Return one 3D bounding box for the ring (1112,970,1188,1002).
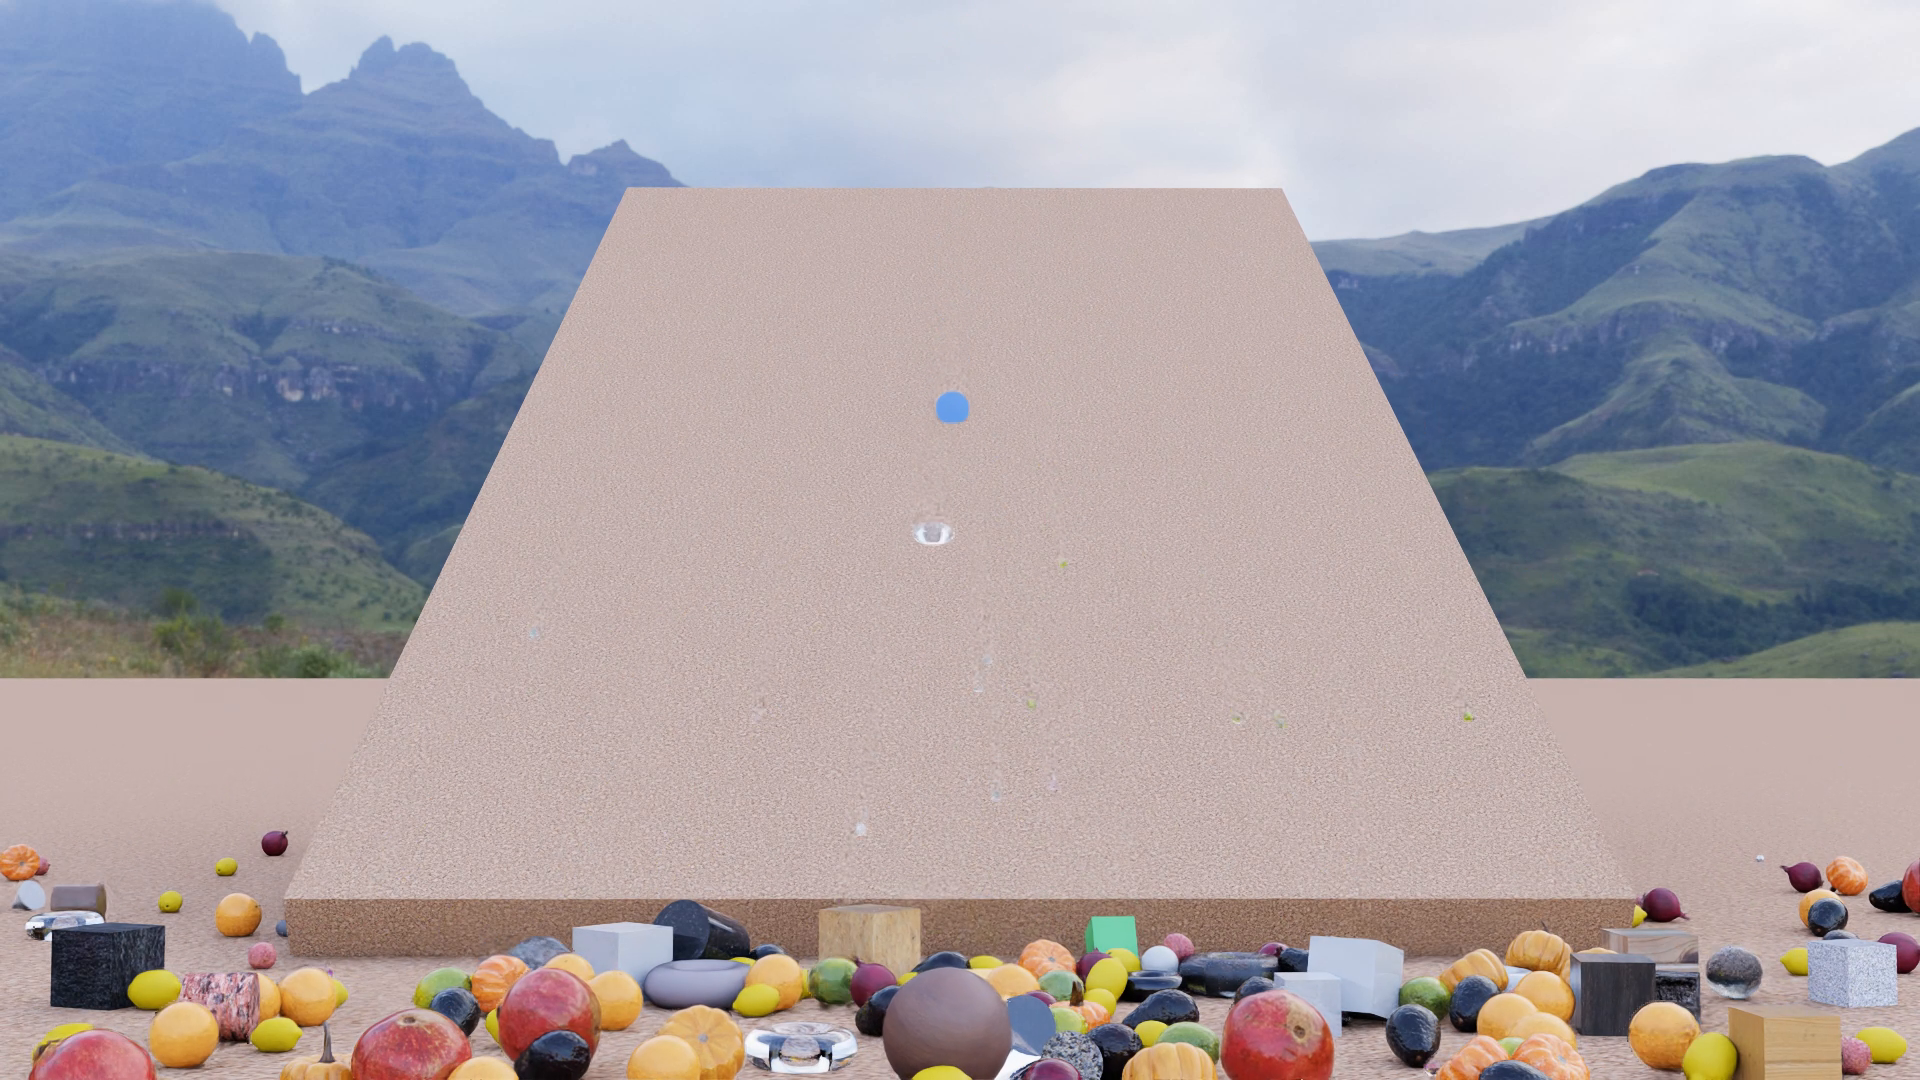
[{"bbox_3d":[0.247,0.580,3.017,0.098,0.033,0.098,-1,-3,0],"label":"ring"}]

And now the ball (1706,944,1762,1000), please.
[{"bbox_3d":[1.004,0.561,3.012,0.070,0.070,0.070,0,-3,0],"label":"ball"}]

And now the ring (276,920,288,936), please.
[{"bbox_3d":[-1.065,0.625,3.744,0.075,0.025,0.075,-1,-4,0],"label":"ring"}]

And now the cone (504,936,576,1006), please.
[{"bbox_3d":[-0.548,0.575,3.016,0.092,0.092,0.092,1,-30,-13],"label":"cone"}]

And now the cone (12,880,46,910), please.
[{"bbox_3d":[-1.680,0.648,4.155,0.057,0.057,0.057,-30,-15,20],"label":"cone"}]

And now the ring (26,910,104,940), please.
[{"bbox_3d":[-1.429,0.616,3.707,0.118,0.039,0.118,-1,-3,0],"label":"ring"}]

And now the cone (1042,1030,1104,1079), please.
[{"bbox_3d":[0.106,0.545,2.380,0.065,0.065,0.065,1,-30,-14],"label":"cone"}]

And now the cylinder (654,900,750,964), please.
[{"bbox_3d":[-0.347,0.539,3.097,0.097,0.097,0.097,-2,-23,30],"label":"cylinder"}]

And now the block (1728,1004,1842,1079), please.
[{"bbox_3d":[0.835,0.518,2.352,0.080,0.080,0.080,0,-3,-6],"label":"block"}]

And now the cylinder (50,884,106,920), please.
[{"bbox_3d":[-1.463,0.607,3.852,0.073,0.073,0.073,0,-3,-7],"label":"cylinder"}]

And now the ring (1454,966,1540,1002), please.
[{"bbox_3d":[0.700,0.578,3.025,0.111,0.037,0.111,0,-2,0],"label":"ring"}]

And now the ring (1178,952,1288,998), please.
[{"bbox_3d":[0.362,0.575,3.073,0.149,0.050,0.149,0,-4,0],"label":"ring"}]

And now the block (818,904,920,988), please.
[{"bbox_3d":[-0.124,0.556,3.187,0.099,0.099,0.099,-3,-4,39],"label":"block"}]

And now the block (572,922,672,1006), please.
[{"bbox_3d":[-0.439,0.550,3.022,0.092,0.092,0.092,-3,-4,41],"label":"block"}]

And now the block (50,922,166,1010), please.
[{"bbox_3d":[-1.091,0.545,2.973,0.097,0.097,0.097,-1,-4,23],"label":"block"}]

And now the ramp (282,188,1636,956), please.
[{"bbox_3d":[-0.008,-0.227,5.282,2.000,0.100,4.000,0,24,0],"label":"ramp"}]

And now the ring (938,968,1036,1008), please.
[{"bbox_3d":[0.034,0.573,2.966,0.124,0.041,0.124,0,-4,0],"label":"ring"}]

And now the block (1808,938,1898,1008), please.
[{"bbox_3d":[1.146,0.556,2.983,0.076,0.076,0.076,1,-3,-19],"label":"block"}]

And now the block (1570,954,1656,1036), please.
[{"bbox_3d":[0.773,0.538,2.749,0.085,0.085,0.085,0,-3,7],"label":"block"}]

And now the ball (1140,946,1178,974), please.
[{"bbox_3d":[0.265,0.564,3.080,0.051,0.051,0.051,0,-3,0],"label":"ball"}]

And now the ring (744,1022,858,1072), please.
[{"bbox_3d":[-0.172,0.547,2.503,0.123,0.041,0.123,1,-2,0],"label":"ring"}]

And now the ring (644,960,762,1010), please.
[{"bbox_3d":[-0.328,0.568,2.968,0.150,0.050,0.150,0,-2,0],"label":"ring"}]

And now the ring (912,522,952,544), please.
[{"bbox_3d":[-0.055,-0.013,4.636,0.080,0.027,0.080,1,23,0],"label":"ring"}]

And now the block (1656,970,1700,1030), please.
[{"bbox_3d":[0.859,0.554,2.799,0.060,0.060,0.060,-1,-4,22],"label":"block"}]

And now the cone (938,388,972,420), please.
[{"bbox_3d":[-0.021,-0.295,5.269,0.077,0.077,0.077,1,-17,-14],"label":"cone"}]

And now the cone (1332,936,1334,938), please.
[{"bbox_3d":[0.491,0.560,3.066,0.078,0.078,0.078,0,-3,0],"label":"cone"}]

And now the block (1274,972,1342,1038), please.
[{"bbox_3d":[0.409,0.547,2.733,0.066,0.066,0.066,0,-3,-3],"label":"block"}]

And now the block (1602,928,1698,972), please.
[{"bbox_3d":[0.881,0.547,2.964,0.091,0.091,0.091,0,-3,-5],"label":"block"}]

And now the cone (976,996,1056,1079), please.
[{"bbox_3d":[0.083,0.542,2.444,0.096,0.096,0.096,-2,-31,36],"label":"cone"}]

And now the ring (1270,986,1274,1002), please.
[{"bbox_3d":[0.436,0.579,2.953,0.084,0.028,0.084,-1,-4,0],"label":"ring"}]

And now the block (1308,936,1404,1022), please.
[{"bbox_3d":[0.478,0.532,2.812,0.086,0.086,0.086,-2,-18,33],"label":"block"}]

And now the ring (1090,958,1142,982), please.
[{"bbox_3d":[0.223,0.592,3.193,0.087,0.029,0.087,1,-4,0],"label":"ring"}]

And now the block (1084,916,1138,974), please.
[{"bbox_3d":[0.213,0.569,3.264,0.061,0.061,0.061,0,-31,-8],"label":"block"}]
